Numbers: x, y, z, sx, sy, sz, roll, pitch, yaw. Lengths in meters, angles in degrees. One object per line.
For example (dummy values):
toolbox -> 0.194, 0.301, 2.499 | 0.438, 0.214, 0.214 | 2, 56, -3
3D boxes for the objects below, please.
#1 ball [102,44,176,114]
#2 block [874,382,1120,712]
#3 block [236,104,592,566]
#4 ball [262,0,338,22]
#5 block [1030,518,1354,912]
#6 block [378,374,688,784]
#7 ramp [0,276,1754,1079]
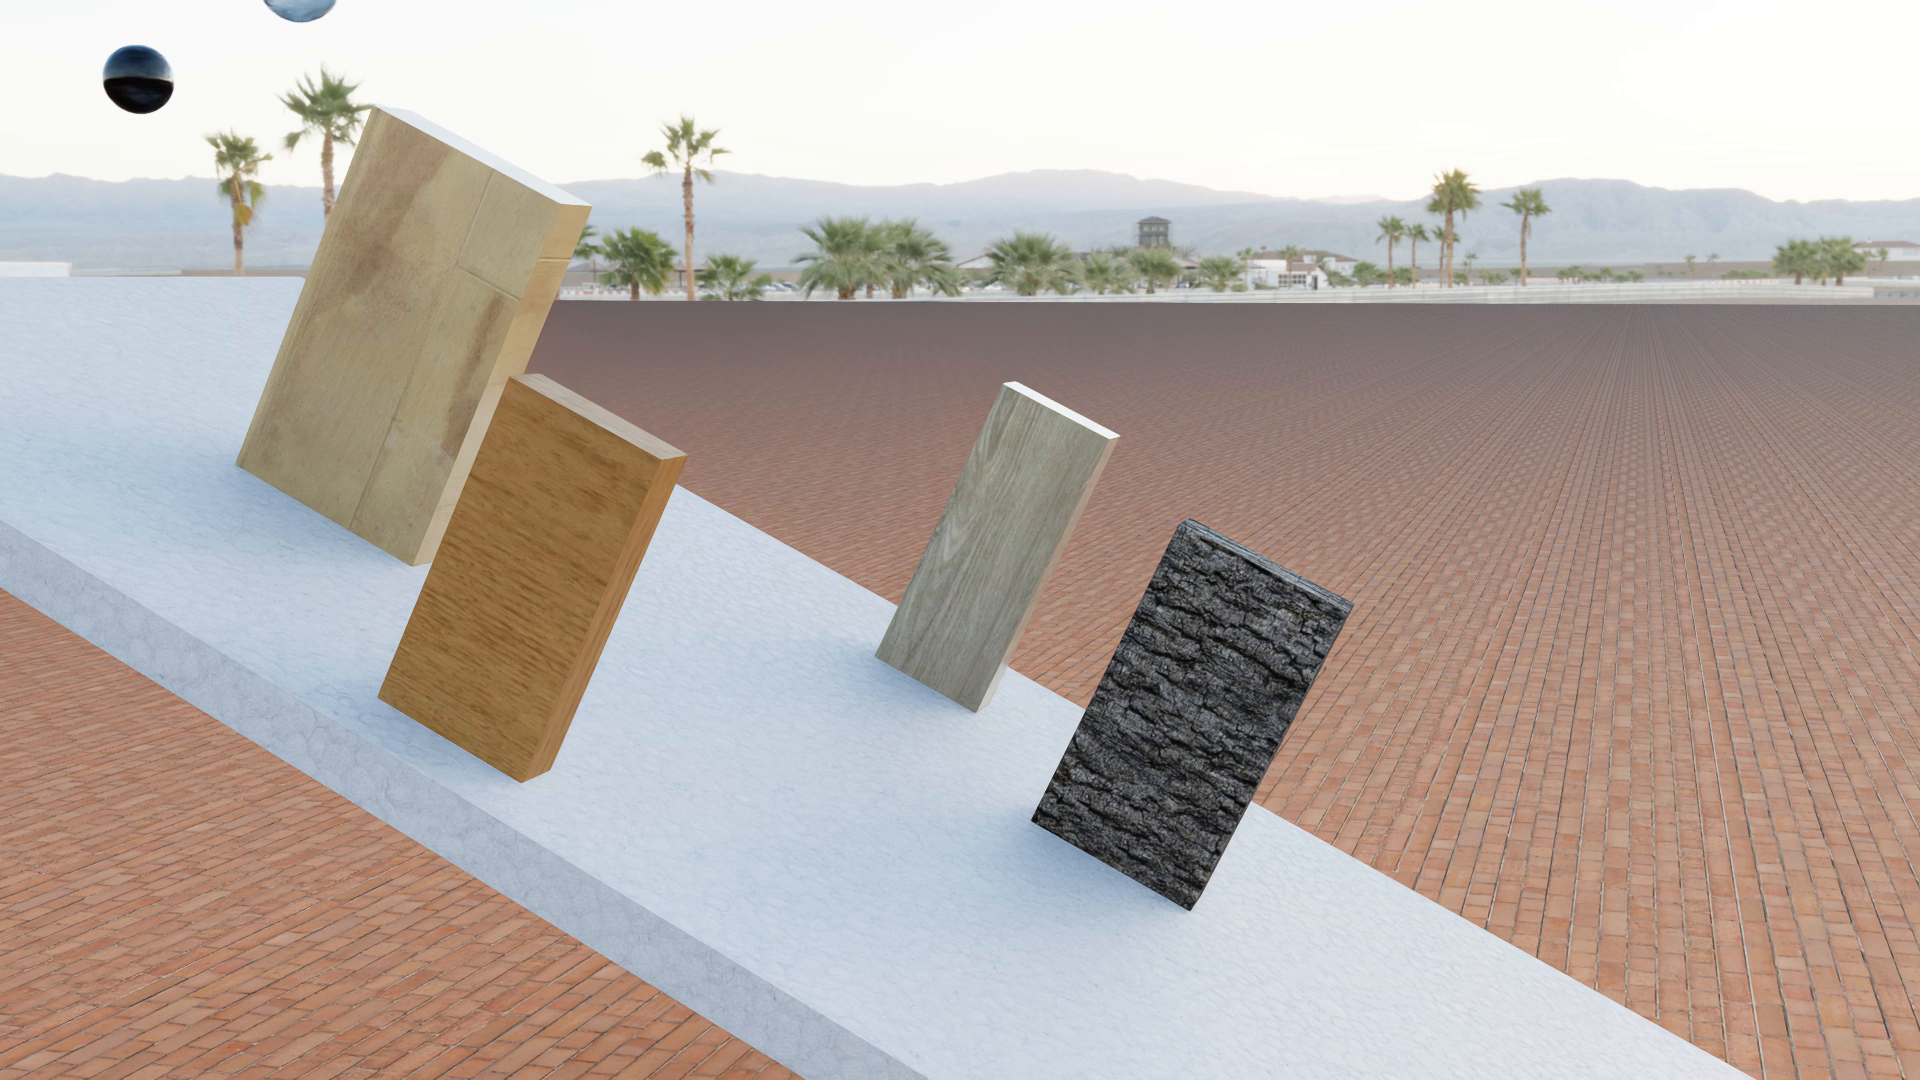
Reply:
ball -> -1.808, -1.014, 4.841 | 0.152, 0.152, 0.152 | 0, 7, 0
block -> 0.076, 0.016, 4.668 | 0.254, 0.656, 0.096 | 28, 14, 12
block -> -1.009, -0.372, 4.041 | 0.410, 0.727, 0.124 | 28, 14, 12
ball -> -1.338, -1.133, 4.449 | 0.169, 0.169, 0.169 | 0, 7, 0
block -> 0.434, 0.329, 4.152 | 0.347, 0.648, 0.103 | 28, 14, 12
block -> -0.663, 0.059, 3.395 | 0.276, 0.562, 0.096 | 28, 14, 12
ramp -> -0.252, 0.426, 4.164 | 4.000, 0.100, 2.000 | 28, 14, 12
